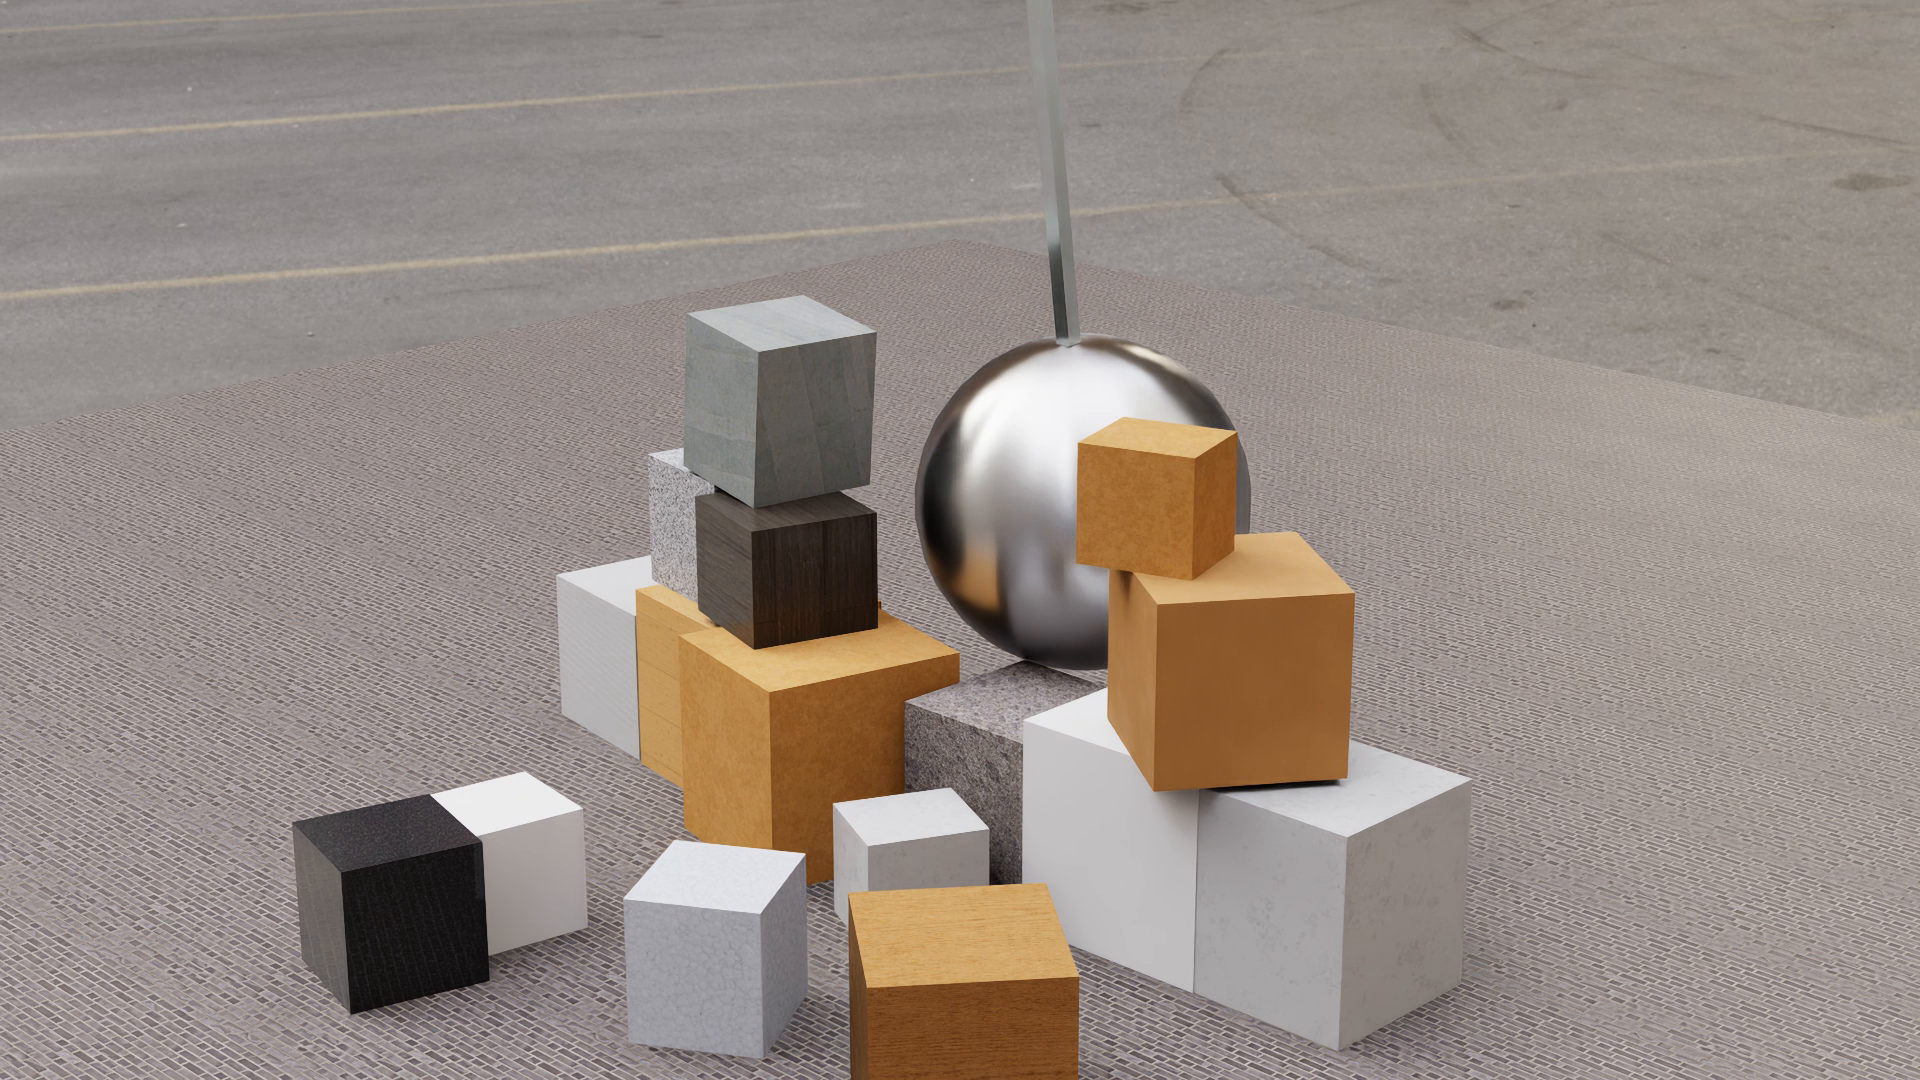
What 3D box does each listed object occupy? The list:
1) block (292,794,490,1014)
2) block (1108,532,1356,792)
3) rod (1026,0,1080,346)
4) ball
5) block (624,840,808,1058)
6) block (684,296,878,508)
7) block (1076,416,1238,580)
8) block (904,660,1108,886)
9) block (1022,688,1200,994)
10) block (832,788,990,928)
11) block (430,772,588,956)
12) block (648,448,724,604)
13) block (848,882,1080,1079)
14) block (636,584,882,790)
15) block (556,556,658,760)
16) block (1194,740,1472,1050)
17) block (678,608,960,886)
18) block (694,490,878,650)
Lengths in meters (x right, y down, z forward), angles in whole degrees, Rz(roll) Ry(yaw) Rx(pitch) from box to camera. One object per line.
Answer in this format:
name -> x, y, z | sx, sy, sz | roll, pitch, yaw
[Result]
block -> -2.409, 1.530, 12.412 | 0.614, 0.638, 0.610 | -10, 20, -29
block -> 1.111, 0.491, 12.213 | 0.816, 0.801, 0.843 | -3, 18, -10
rod -> 0.252, -3.294, 12.571 | 0.080, 5.200, 0.080 | 17, 32, 42
ball -> 0.582, -0.180, 13.895 | 1.600, 1.600, 1.600 | 0, 17, 0
block -> -0.989, 1.665, 11.989 | 0.572, 0.635, 0.608 | 4, 18, 14
block -> -0.862, -0.668, 13.950 | 0.658, 0.769, 0.633 | -12, 27, -34
block -> 0.816, -0.177, 12.140 | 0.518, 0.518, 0.458 | 9, 19, 26
block -> 0.297, 1.123, 13.382 | 0.760, 0.832, 0.790 | 17, 24, 42
block -> 0.921, 1.245, 12.767 | 0.968, 0.970, 0.860 | 16, 23, 41
block -> -0.217, 1.450, 12.869 | 0.552, 0.516, 0.499 | -6, 18, -19
block -> -2.013, 1.420, 12.883 | 0.539, 0.565, 0.532 | -12, 21, -34
block -> -1.086, -0.087, 14.457 | 0.650, 0.650, 0.652 | -12, 21, -33
block -> 0.000, 1.851, 11.159 | 0.777, 0.777, 0.838 | -2, 18, -6
block -> -0.994, 0.711, 14.542 | 0.896, 0.924, 0.846 | -12, 21, -33
block -> -1.545, 0.578, 15.220 | 0.771, 0.771, 0.808 | -12, 21, -34
block -> 1.548, 1.442, 12.198 | 0.756, 0.933, 0.848 | 16, 24, 42
block -> -0.658, 0.944, 13.721 | 0.991, 0.971, 0.895 | -10, 20, -30
block -> -0.819, 0.104, 13.825 | 0.639, 0.569, 0.646 | -9, 20, -27
